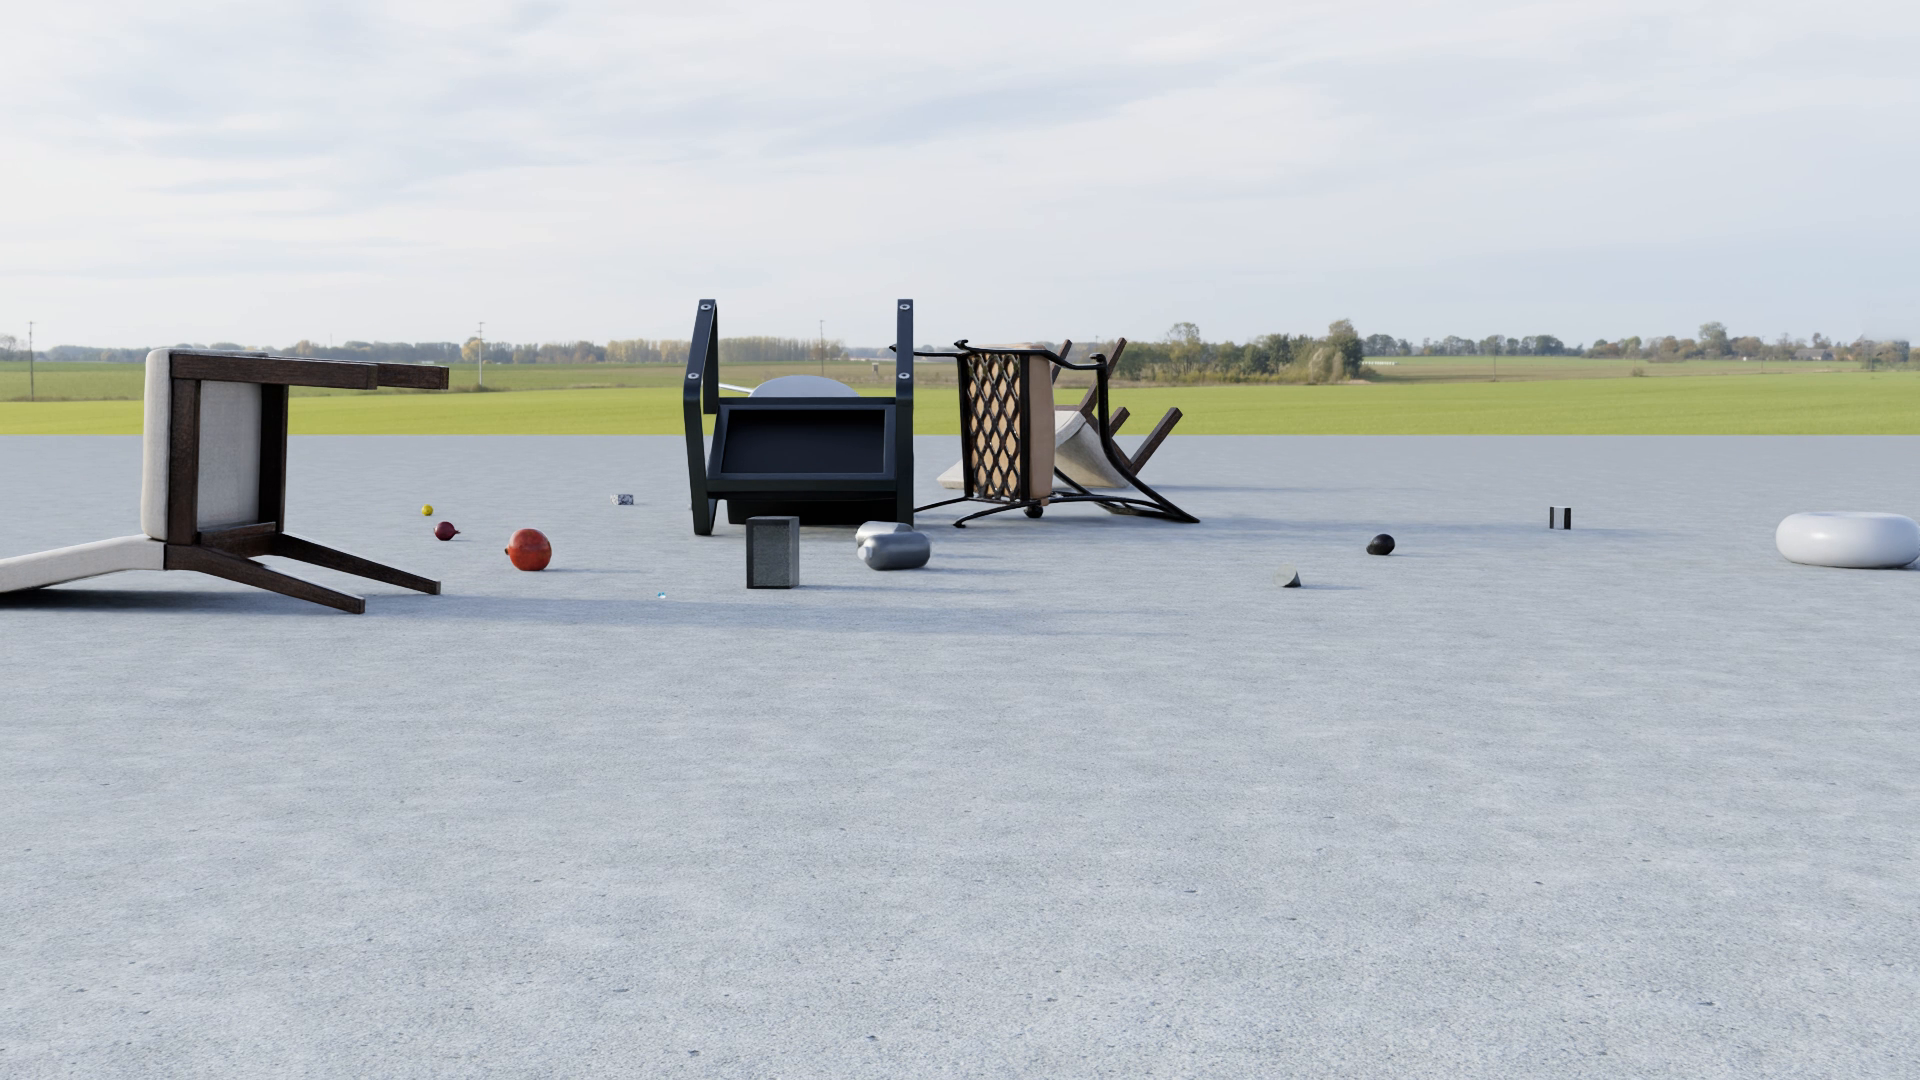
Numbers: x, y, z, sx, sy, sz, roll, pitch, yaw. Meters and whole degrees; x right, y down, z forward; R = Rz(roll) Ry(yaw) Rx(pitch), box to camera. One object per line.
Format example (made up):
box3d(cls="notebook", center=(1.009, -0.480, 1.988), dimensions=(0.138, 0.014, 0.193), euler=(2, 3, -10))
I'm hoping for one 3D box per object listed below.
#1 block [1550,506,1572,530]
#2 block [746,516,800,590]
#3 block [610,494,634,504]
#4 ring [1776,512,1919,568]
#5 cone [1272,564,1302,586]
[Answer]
box3d(cls="block", center=(1.924, -0.070, 7.049), dimensions=(0.037, 0.071, 0.067), euler=(-1, 4, -15))
box3d(cls="block", center=(-0.425, 0.028, 4.993), dimensions=(0.098, 0.157, 0.118), euler=(0, 4, 7))
box3d(cls="block", center=(-1.317, -0.158, 8.569), dimensions=(0.065, 0.039, 0.072), euler=(-2, 5, -32))
box3d(cls="ring", center=(2.278, -0.002, 5.642), dimensions=(0.312, 0.129, 0.448), euler=(-2, 3, -10))
box3d(cls="cone", center=(0.759, 0.092, 5.013), dimensions=(0.049, 0.060, 0.142), euler=(31, -3, -10))
